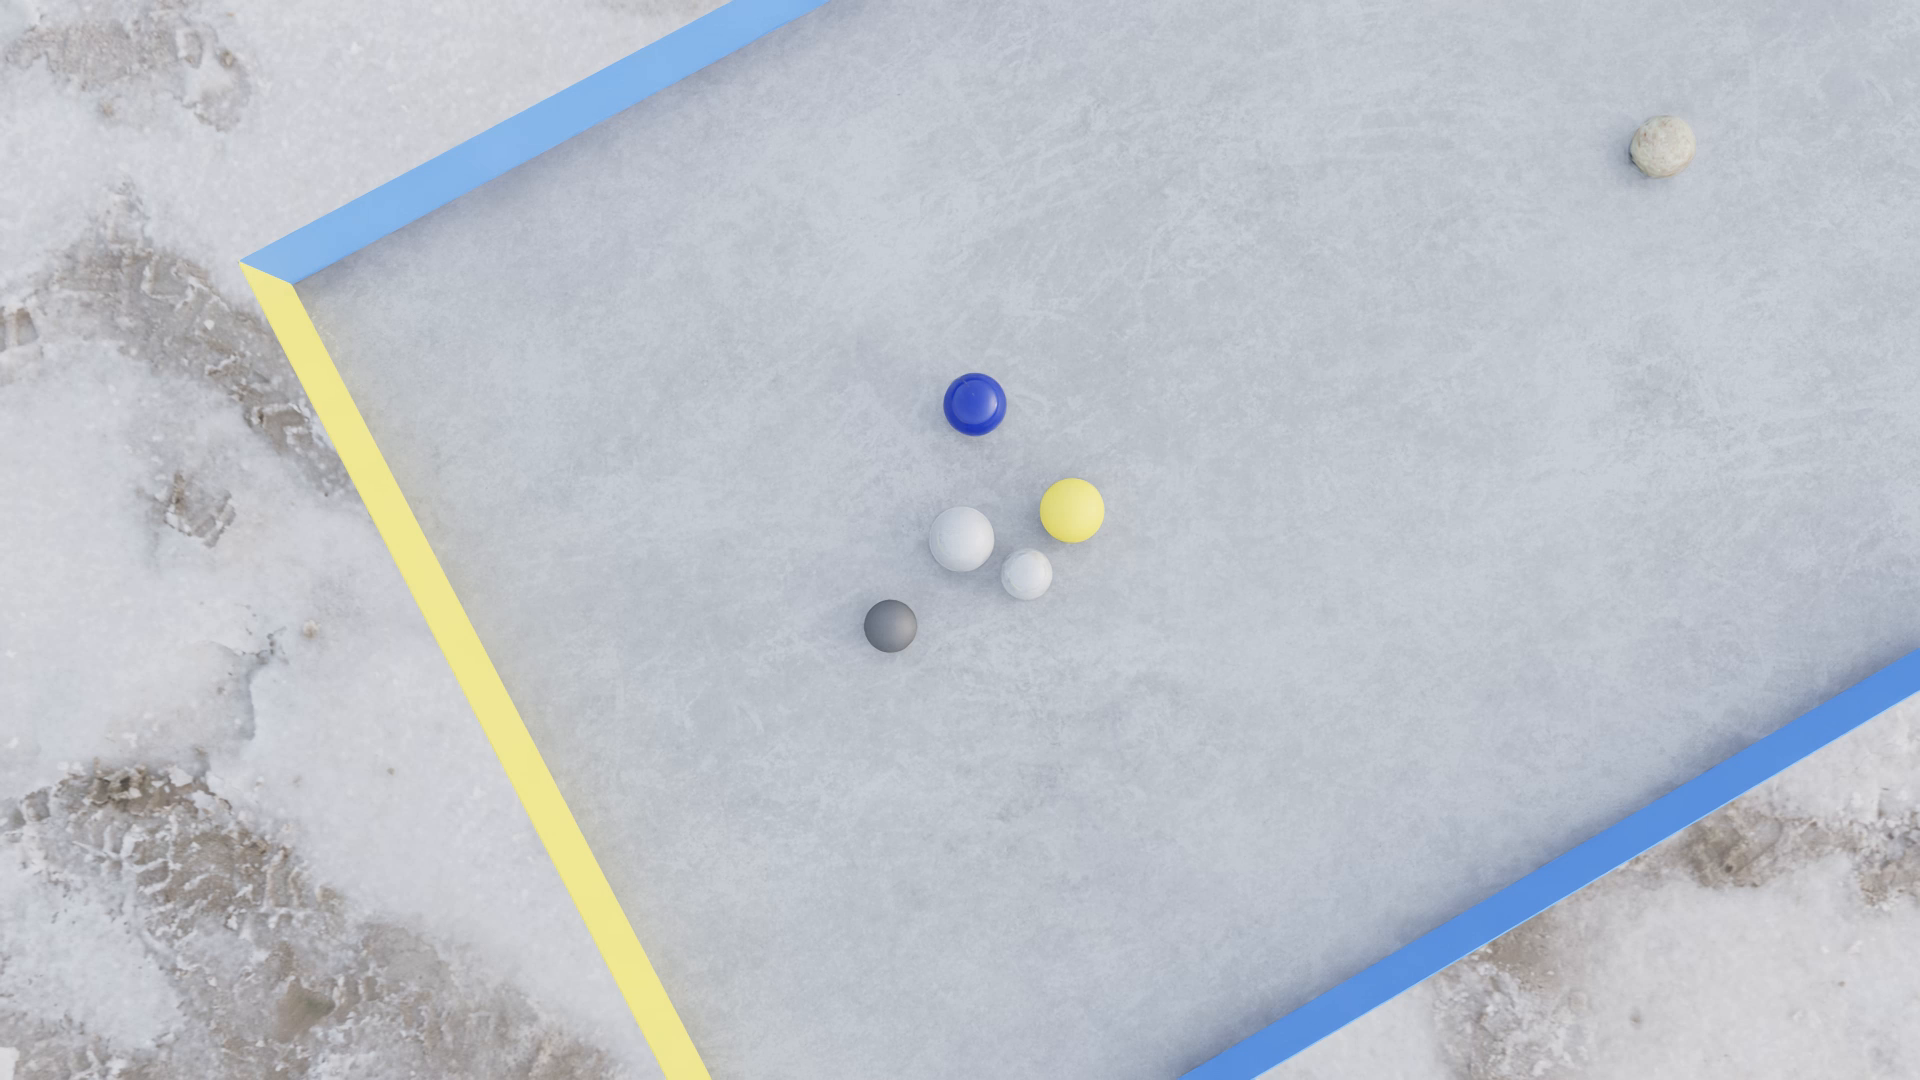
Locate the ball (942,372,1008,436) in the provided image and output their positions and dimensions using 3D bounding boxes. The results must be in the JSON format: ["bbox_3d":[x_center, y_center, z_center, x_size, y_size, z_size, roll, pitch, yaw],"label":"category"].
[{"bbox_3d":[0.022,-0.203,3.298,0.096,0.096,0.096,0,81,0],"label":"ball"}]

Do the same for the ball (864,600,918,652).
[{"bbox_3d":[-0.103,0.127,3.252,0.079,0.079,0.079,0,81,0],"label":"ball"}]

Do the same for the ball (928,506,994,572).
[{"bbox_3d":[0.002,-0.001,3.264,0.098,0.098,0.098,0,81,0],"label":"ball"}]

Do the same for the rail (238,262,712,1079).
[{"bbox_3d":[-0.620,0.340,3.192,0.045,0.127,1.752,-29,82,-5],"label":"rail"}]

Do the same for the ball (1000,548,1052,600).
[{"bbox_3d":[0.099,0.050,3.265,0.078,0.078,0.078,0,81,0],"label":"ball"}]

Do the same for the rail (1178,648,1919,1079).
[{"bbox_3d":[1.058,0.376,3.186,2.940,0.127,0.045,-29,82,-5],"label":"rail"}]

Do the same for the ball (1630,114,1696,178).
[{"bbox_3d":[1.076,-0.602,3.364,0.095,0.095,0.095,0,81,0],"label":"ball"}]

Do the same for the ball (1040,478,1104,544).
[{"bbox_3d":[0.167,-0.044,3.271,0.097,0.097,0.097,0,81,0],"label":"ball"}]

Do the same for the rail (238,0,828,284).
[{"bbox_3d":[0.224,-1.092,3.428,2.940,0.127,0.045,-29,82,-5],"label":"rail"}]
